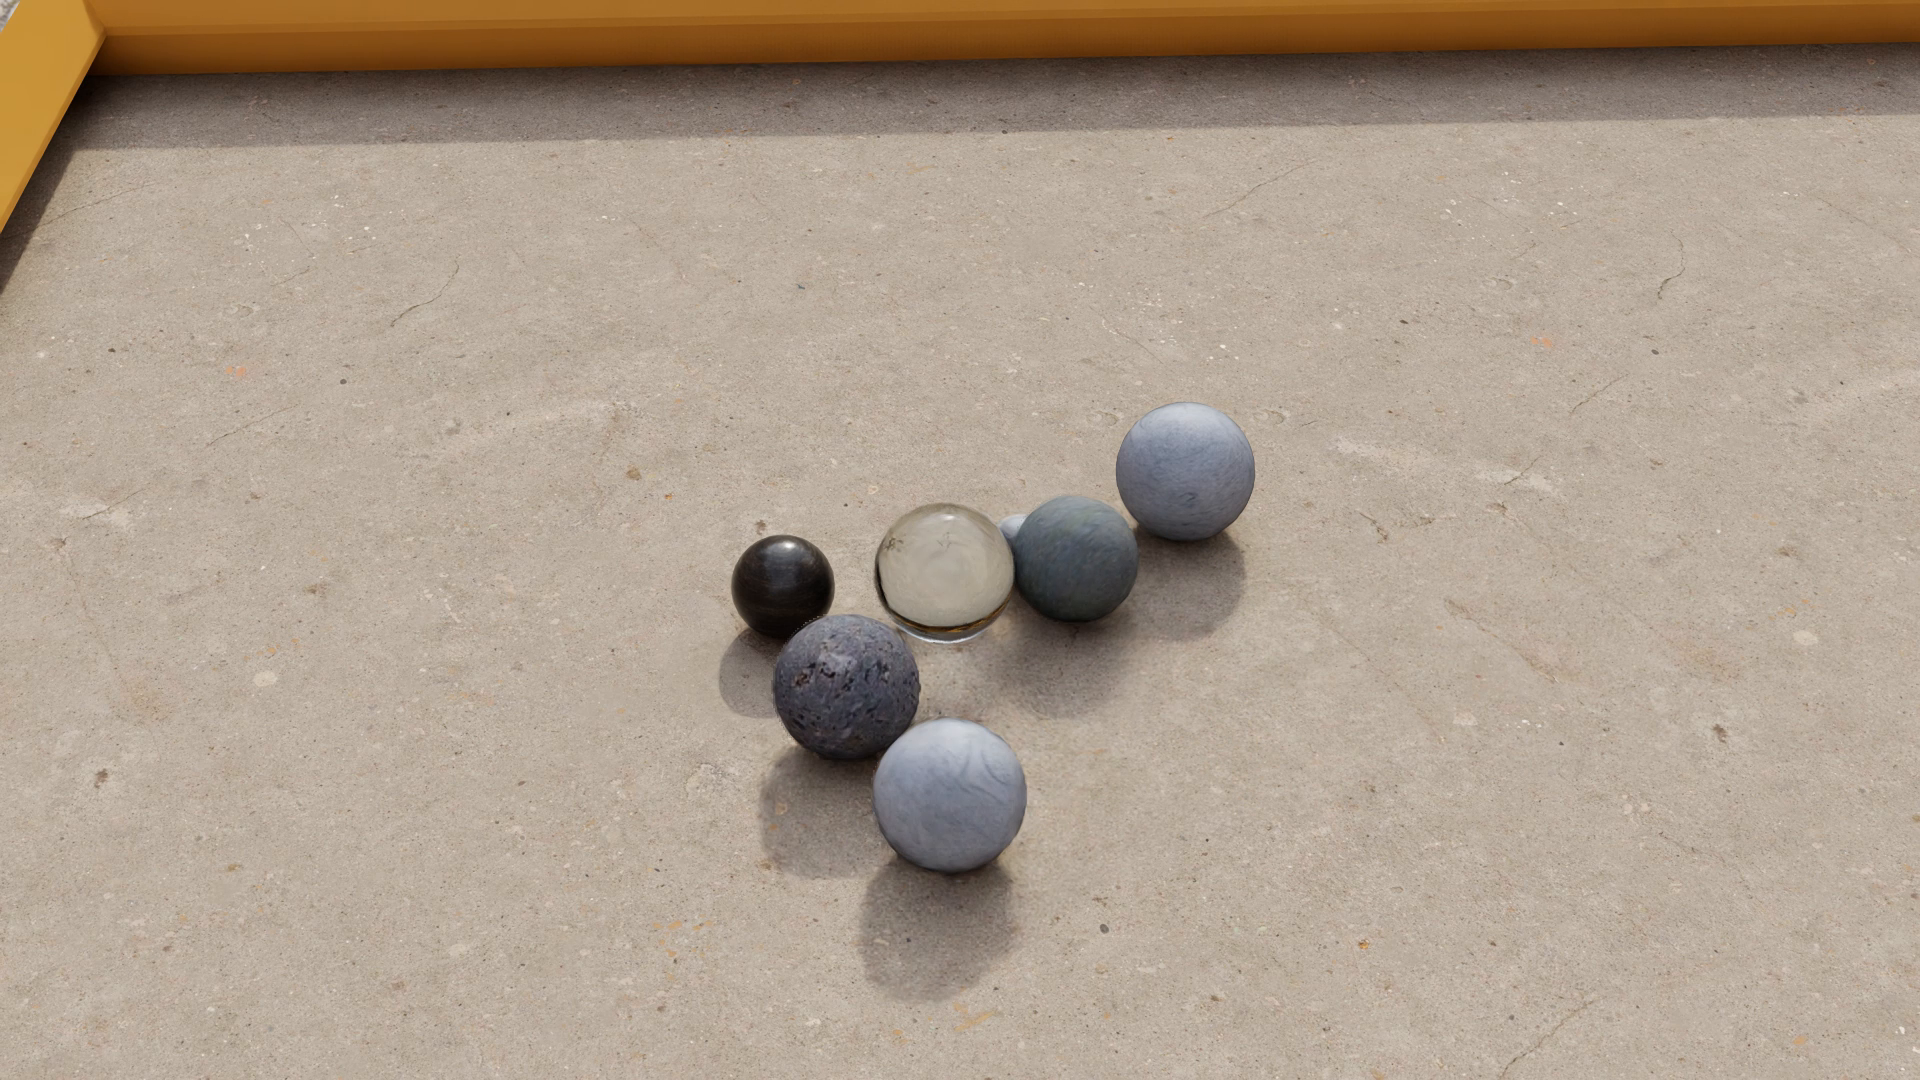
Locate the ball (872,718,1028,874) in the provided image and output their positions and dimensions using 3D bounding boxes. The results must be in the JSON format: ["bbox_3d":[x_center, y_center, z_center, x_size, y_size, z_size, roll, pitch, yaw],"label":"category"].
[{"bbox_3d":[-0.006,0.148,1.486,0.090,0.090,0.090,0,36,0],"label":"ball"}]

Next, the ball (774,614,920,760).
[{"bbox_3d":[-0.069,0.090,1.567,0.090,0.090,0.090,0,36,0],"label":"ball"}]

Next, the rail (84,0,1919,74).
[{"bbox_3d":[0.743,-0.506,2.366,3.110,0.124,0.045,-1,36,-2],"label":"rail"}]

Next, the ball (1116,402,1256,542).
[{"bbox_3d":[0.154,-0.047,1.752,0.095,0.095,0.095,0,36,0],"label":"ball"}]

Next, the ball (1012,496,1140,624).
[{"bbox_3d":[0.076,0.013,1.680,0.084,0.084,0.084,0,36,0],"label":"ball"}]

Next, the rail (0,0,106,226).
[{"bbox_3d":[-0.753,-0.001,1.662,0.045,0.124,1.651,-1,36,-2],"label":"rail"}]

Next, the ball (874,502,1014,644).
[{"bbox_3d":[-0.010,0.021,1.661,0.092,0.092,0.092,0,36,0],"label":"ball"}]

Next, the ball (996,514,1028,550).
[{"bbox_3d":[0.040,0.003,1.730,0.041,0.041,0.041,0,36,0],"label":"ball"}]

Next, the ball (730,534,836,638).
[{"bbox_3d":[-0.115,0.030,1.669,0.068,0.068,0.068,0,36,0],"label":"ball"}]
